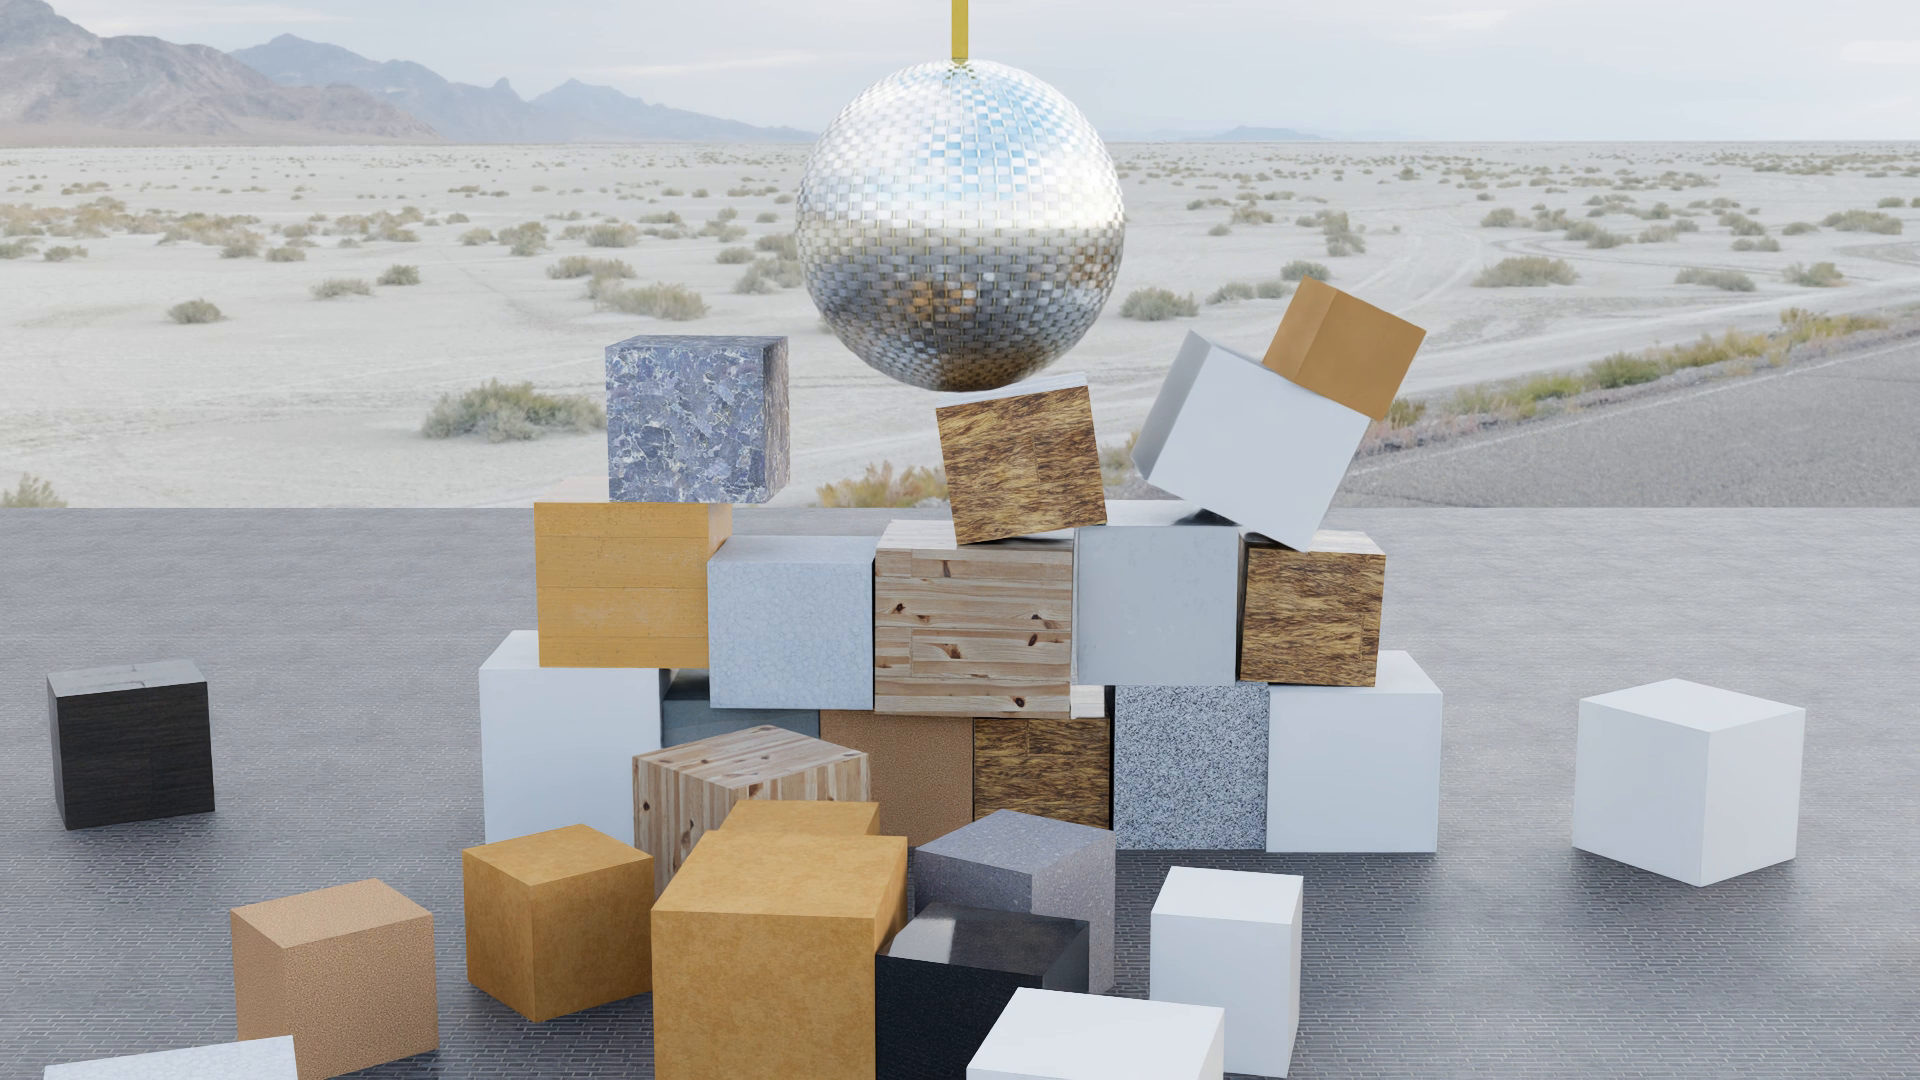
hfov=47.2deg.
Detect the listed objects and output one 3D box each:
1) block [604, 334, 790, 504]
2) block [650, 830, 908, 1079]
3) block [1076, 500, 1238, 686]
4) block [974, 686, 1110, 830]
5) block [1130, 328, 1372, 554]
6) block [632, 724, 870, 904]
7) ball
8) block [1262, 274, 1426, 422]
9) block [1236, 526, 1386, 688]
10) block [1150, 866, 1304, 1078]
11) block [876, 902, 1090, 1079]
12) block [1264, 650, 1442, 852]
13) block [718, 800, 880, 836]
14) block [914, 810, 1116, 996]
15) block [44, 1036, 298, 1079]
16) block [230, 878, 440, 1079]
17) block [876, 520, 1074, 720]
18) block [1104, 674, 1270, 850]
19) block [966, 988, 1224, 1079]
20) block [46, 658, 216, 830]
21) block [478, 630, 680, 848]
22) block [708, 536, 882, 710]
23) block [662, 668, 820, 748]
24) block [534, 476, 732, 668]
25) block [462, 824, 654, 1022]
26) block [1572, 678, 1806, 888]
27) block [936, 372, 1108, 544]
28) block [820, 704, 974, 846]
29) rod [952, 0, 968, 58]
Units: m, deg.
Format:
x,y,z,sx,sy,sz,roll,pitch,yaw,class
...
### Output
x,y,z,sx,sy,sz,roll,pitch,yaw,class
-1.298,-0.617,11.006,0.775,0.754,0.697,1,10,6,block
-0.667,1.636,8.465,0.818,0.753,0.947,1,10,6,block
0.987,0.256,11.203,0.774,0.802,0.787,0,10,2,block
0.413,1.155,11.379,0.676,0.656,0.687,0,10,0,block
1.439,-0.515,11.074,0.861,0.733,0.830,24,9,-6,block
-0.954,1.345,10.106,0.798,0.737,0.737,-10,14,-43,block
0.000,-1.509,10.616,1.600,1.600,1.600,0,10,0,ball
1.880,-0.945,10.811,0.509,0.491,0.480,22,10,-16,block
1.751,0.329,11.210,0.674,0.672,0.629,3,11,0,block
1.047,1.680,8.615,0.528,0.613,0.563,2,11,13,block
0.091,1.764,8.151,0.631,0.613,0.590,4,11,19,block
1.955,1.075,11.368,0.851,0.817,0.923,0,10,0,block
-0.682,1.525,9.257,0.615,0.693,0.637,1,10,6,block
0.231,1.563,9.076,0.562,0.676,0.654,7,12,33,block
-2.397,2.007,6.732,0.743,0.643,0.736,-4,11,-19,block
-2.443,1.715,8.593,0.599,0.551,0.543,-8,13,-37,block
0.089,0.385,11.102,0.953,0.832,0.808,1,10,4,block
1.149,1.065,11.354,0.759,0.843,0.812,0,10,0,block
0.445,1.922,7.052,0.697,0.696,0.676,3,11,15,block
-4.408,1.073,11.684,0.735,0.708,0.582,-5,12,-27,block
-1.934,1.017,11.363,0.886,0.933,0.869,0,10,0,block
-0.811,0.404,11.119,0.802,0.729,0.760,0,10,3,block
-1.095,1.105,11.398,0.777,0.748,0.724,0,10,0,block
-1.642,0.149,11.217,0.855,0.828,0.851,0,10,2,block
-1.677,1.589,9.209,0.571,0.579,0.589,-8,13,-39,block
3.612,1.184,10.924,0.755,0.762,0.761,-7,13,-35,block
0.311,-0.419,10.998,0.744,0.680,0.653,-8,10,3,block
-0.311,1.126,11.362,0.760,0.720,0.712,0,10,1,block
0.000,-4.879,10.167,0.080,5.200,0.080,0,8,0,rod
